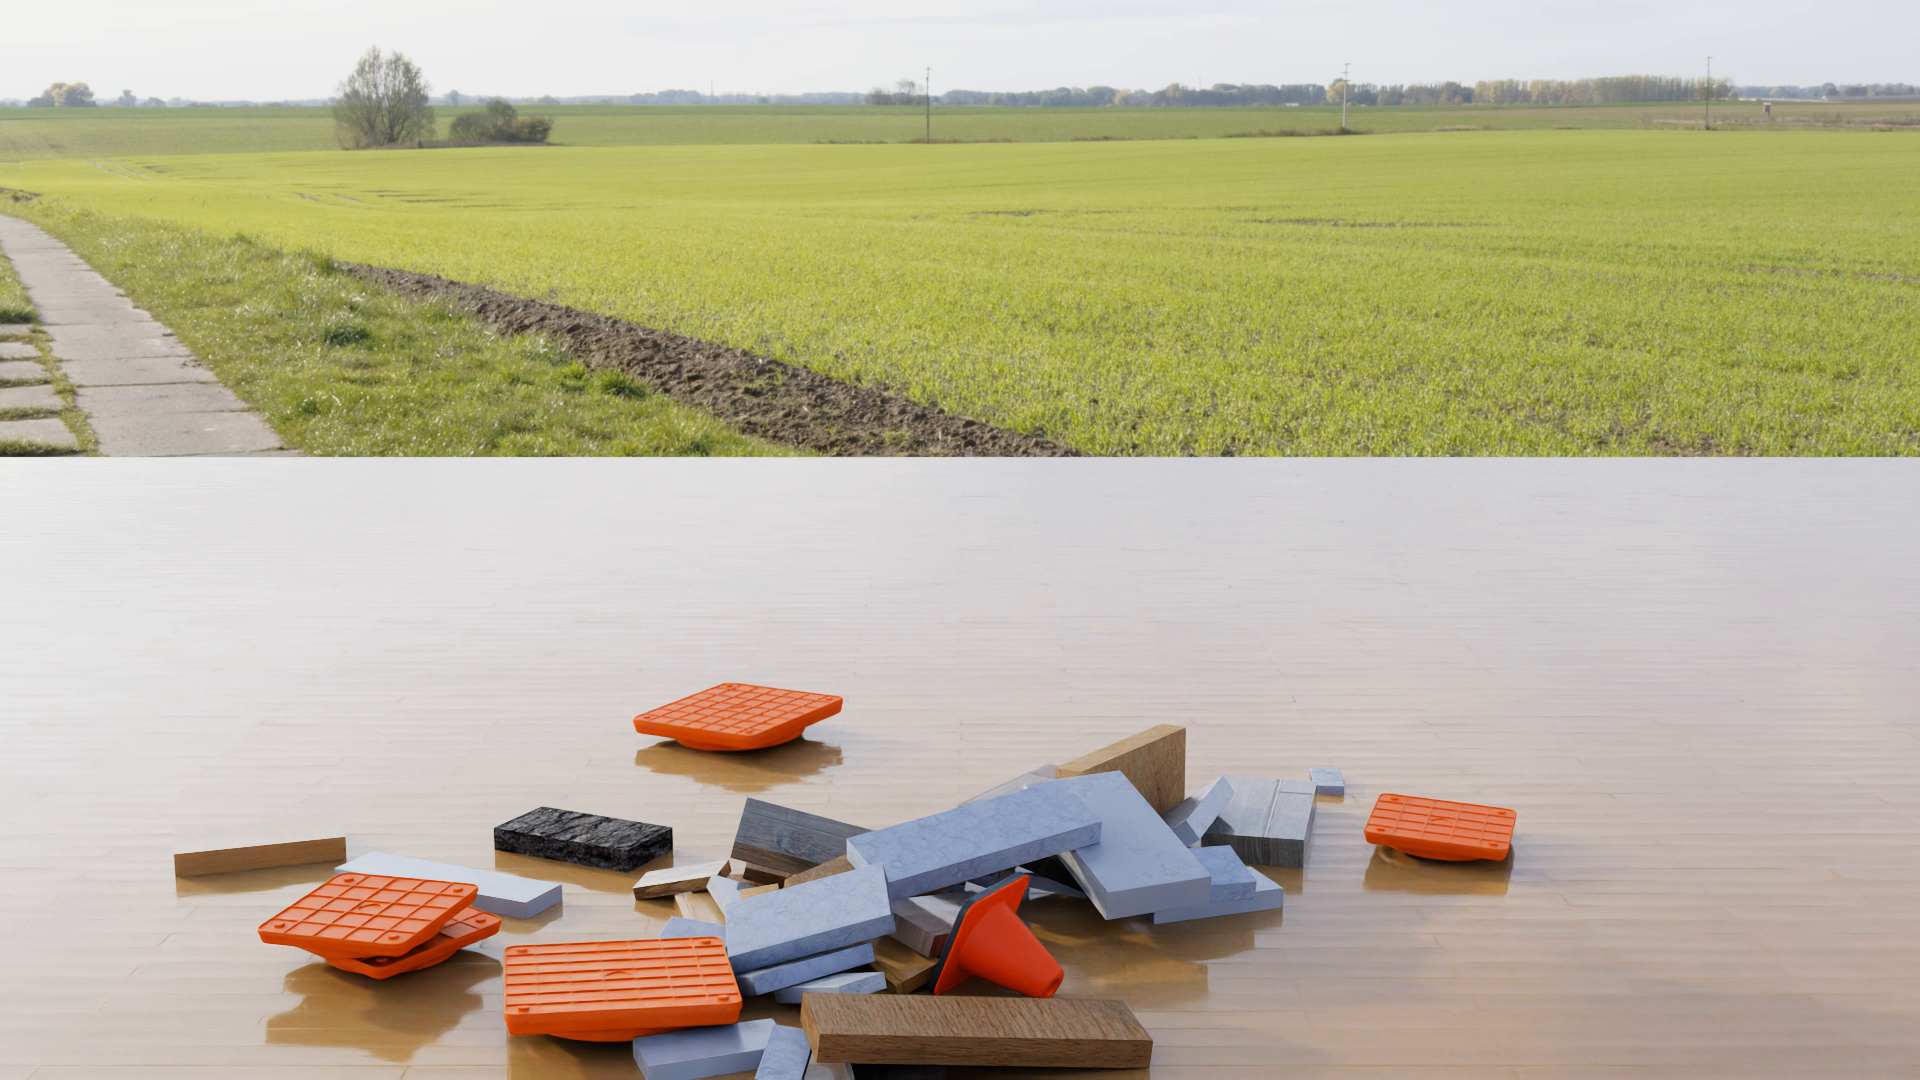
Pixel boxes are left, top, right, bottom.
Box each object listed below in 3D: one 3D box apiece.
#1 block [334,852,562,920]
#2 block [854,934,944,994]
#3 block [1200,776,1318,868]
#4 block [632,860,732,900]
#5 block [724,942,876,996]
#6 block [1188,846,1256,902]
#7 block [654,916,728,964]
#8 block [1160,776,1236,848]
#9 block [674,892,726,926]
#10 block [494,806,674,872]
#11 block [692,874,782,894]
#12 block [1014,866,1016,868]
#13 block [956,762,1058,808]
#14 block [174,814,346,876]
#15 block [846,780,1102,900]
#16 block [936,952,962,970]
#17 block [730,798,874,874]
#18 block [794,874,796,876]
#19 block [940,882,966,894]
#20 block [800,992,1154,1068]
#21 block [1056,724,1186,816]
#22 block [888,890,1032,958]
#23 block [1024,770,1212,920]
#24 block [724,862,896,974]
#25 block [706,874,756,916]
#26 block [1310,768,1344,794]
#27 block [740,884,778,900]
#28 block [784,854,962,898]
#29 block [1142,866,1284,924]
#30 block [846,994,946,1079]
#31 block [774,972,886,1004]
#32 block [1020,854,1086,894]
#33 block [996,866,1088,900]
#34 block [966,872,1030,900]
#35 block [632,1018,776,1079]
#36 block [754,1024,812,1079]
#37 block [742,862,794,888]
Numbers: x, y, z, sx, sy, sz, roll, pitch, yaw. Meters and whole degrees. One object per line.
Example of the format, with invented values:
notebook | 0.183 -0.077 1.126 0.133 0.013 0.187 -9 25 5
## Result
block | -0.857 0.575 3.674 0.393 0.028 0.099 5 12 25
block | -0.104 0.624 3.302 0.081 0.023 0.163 -24 29 -27
block | 0.545 0.506 3.982 0.177 0.050 0.355 2 11 13
block | -0.461 0.564 3.656 0.148 0.021 0.074 -10 10 13
block | -0.236 0.633 3.244 0.198 0.028 0.099 -10 -6 -32
block | 0.351 0.548 3.573 0.232 0.033 0.116 -2 23 -16
block | -0.406 0.618 3.398 0.120 0.017 0.060 5 41 25
block | 0.386 0.499 3.840 0.136 0.039 0.273 -36 -3 22
block | -0.403 0.605 3.522 0.086 0.024 0.171 -3 11 -15
block | -0.666 0.528 3.892 0.283 0.040 0.141 5 12 26
block | -0.369 0.580 3.668 0.148 0.021 0.074 0 11 0
block | 0.019 0.515 3.659 0.151 0.021 0.076 5 12 -2
block | 0.134 0.484 4.066 0.136 0.039 0.273 12 20 39
block | -1.230 0.534 3.860 0.283 0.040 0.141 -4 11 -19
block | 0.024 0.476 3.489 0.385 0.039 0.136 -12 29 -24
block | -0.042 0.637 3.369 0.060 0.017 0.121 4 11 21
block | -0.242 0.496 3.564 0.241 0.034 0.121 15 29 -3
block | -0.211 0.574 3.536 0.121 0.034 0.241 23 9 -4
block | -0.110 0.540 3.664 0.241 0.034 0.121 16 11 -1
block | 0.021 0.667 2.993 0.459 0.040 0.141 4 10 -14
block | 0.289 0.454 3.917 0.050 0.177 0.355 8 13 35
block | -0.014 0.589 3.381 0.124 0.035 0.247 23 10 36
block | 0.250 0.491 3.580 0.177 0.050 0.355 -5 24 -20
block | -0.225 0.565 3.290 0.248 0.035 0.124 -15 30 0
block | -0.343 0.586 3.520 0.085 0.024 0.171 21 4 -23
block | 0.713 0.469 4.276 0.058 0.016 0.116 1 11 5
block | -0.311 0.568 3.433 0.060 0.017 0.121 -9 10 -5
block | -0.110 0.531 3.488 0.124 0.035 0.350 31 31 34
block | 0.400 0.583 3.616 0.232 0.033 0.116 -4 11 -20
block | -0.099 0.695 3.013 0.120 0.034 0.279 -2 11 -9
block | -0.188 0.646 3.172 0.081 0.023 0.163 -9 -4 -40
block | 0.157 0.528 3.628 0.232 0.033 0.116 24 9 -14
block | 0.136 0.560 3.665 0.151 0.021 0.076 13 11 -8
block | 0.041 0.556 3.668 0.151 0.021 0.076 18 11 -2
block | -0.339 0.699 3.007 0.198 0.028 0.099 -4 11 -20
block | -0.234 0.697 2.950 0.060 0.017 0.120 8 25 5
block | -0.285 0.561 3.667 0.148 0.021 0.074 15 10 -3
